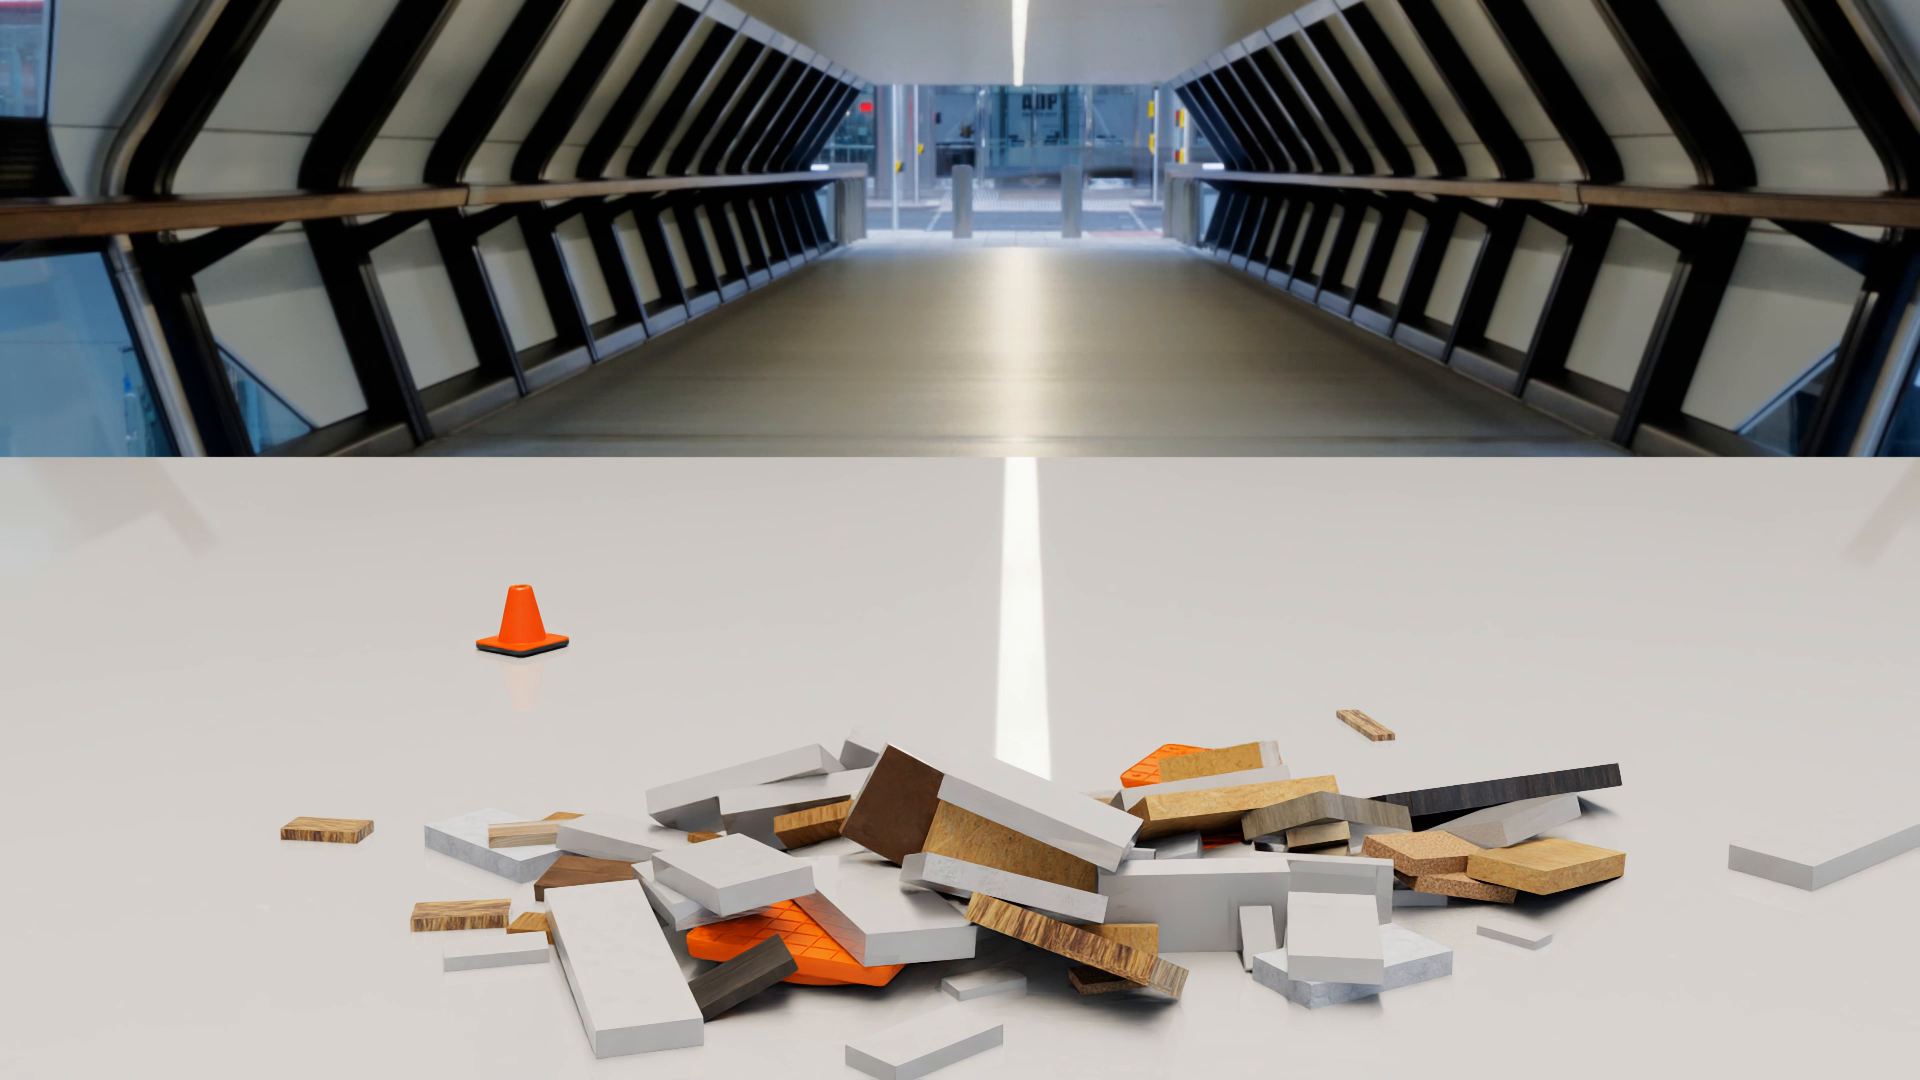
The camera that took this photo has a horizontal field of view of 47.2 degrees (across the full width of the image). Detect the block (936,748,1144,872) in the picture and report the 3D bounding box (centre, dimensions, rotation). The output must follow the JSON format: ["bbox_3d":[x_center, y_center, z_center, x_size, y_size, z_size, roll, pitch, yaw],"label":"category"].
[{"bbox_3d":[0.127,0.417,3.415,0.297,0.042,0.149,22,15,12],"label":"block"}]

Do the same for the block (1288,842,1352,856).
[{"bbox_3d":[0.525,0.548,3.601,0.226,0.032,0.113,-13,8,16],"label":"block"}]

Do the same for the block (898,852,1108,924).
[{"bbox_3d":[0.065,0.530,3.340,0.288,0.041,0.144,16,-14,-12],"label":"block"}]

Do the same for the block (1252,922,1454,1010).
[{"bbox_3d":[0.590,0.638,3.304,0.273,0.039,0.136,-6,12,-30],"label":"block"}]

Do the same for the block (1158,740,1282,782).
[{"bbox_3d":[0.472,0.401,3.956,0.176,0.050,0.352,-12,-7,12],"label":"block"}]

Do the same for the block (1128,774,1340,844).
[{"bbox_3d":[0.449,0.456,3.705,0.352,0.042,0.148,-4,-23,-20],"label":"block"}]

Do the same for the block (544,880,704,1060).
[{"bbox_3d":[-0.508,0.628,3.273,0.149,0.042,0.522,-3,14,-18],"label":"block"}]

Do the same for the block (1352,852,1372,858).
[{"bbox_3d":[0.589,0.558,3.624,0.193,0.027,0.096,-14,8,14],"label":"block"}]

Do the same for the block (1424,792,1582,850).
[{"bbox_3d":[0.950,0.497,3.852,0.155,0.044,0.310,-16,-6,38],"label":"block"}]

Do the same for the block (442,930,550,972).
[{"bbox_3d":[-0.714,0.632,3.382,0.157,0.022,0.078,-3,11,-14],"label":"block"}]

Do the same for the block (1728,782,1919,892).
[{"bbox_3d":[1.591,0.523,3.911,0.565,0.044,0.155,-9,14,-39],"label":"block"}]

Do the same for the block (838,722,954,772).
[{"bbox_3d":[-0.069,0.431,3.867,0.297,0.148,0.042,23,52,3],"label":"block"}]

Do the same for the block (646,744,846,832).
[{"bbox_3d":[-0.365,0.441,3.826,0.321,0.046,0.161,-16,-28,11],"label":"block"}]

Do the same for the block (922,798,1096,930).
[{"bbox_3d":[0.088,0.506,3.460,0.288,0.144,0.041,20,2,-10],"label":"block"}]

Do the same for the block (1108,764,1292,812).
[{"bbox_3d":[0.406,0.450,3.782,0.301,0.043,0.150,-7,-22,-13],"label":"block"}]

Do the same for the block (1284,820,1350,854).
[{"bbox_3d":[0.599,0.513,3.697,0.102,0.029,0.203,-9,-19,4],"label":"block"}]

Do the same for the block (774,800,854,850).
[{"bbox_3d":[-0.195,0.481,3.703,0.212,0.030,0.106,-14,-36,12],"label":"block"}]

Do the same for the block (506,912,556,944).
[{"bbox_3d":[-0.629,0.615,3.473,0.153,0.022,0.076,2,11,10],"label":"block"}]

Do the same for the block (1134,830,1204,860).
[{"bbox_3d":[0.286,0.538,3.648,0.231,0.033,0.116,-14,7,10],"label":"block"}]

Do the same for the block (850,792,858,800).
[{"bbox_3d":[-0.069,0.475,3.770,0.247,0.123,0.035,1,55,-9],"label":"block"}]

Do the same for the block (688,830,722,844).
[{"bbox_3d":[-0.411,0.518,3.747,0.101,0.014,0.050,14,8,39],"label":"block"}]

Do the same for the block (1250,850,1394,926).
[{"bbox_3d":[0.575,0.562,3.510,0.226,0.113,0.032,2,11,10],"label":"block"}]

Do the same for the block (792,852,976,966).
[{"bbox_3d":[-0.129,0.560,3.365,0.176,0.050,0.352,0,10,-25],"label":"block"}]

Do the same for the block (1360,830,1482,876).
[{"bbox_3d":[0.774,0.518,3.640,0.227,0.029,0.102,5,13,-44],"label":"block"}]

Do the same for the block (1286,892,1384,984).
[{"bbox_3d":[0.562,0.597,3.314,0.136,0.039,0.273,1,11,8],"label":"block"}]

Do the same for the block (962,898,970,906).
[{"bbox_3d":[0.114,0.544,3.664,0.231,0.033,0.116,-15,10,2],"label":"block"}]

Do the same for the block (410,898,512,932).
[{"bbox_3d":[-0.801,0.603,3.538,0.153,0.022,0.076,-1,11,-7],"label":"block"}]

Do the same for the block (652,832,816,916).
[{"bbox_3d":[-0.351,0.509,3.363,0.149,0.042,0.299,-10,7,-26],"label":"block"}]

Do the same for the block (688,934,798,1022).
[{"bbox_3d":[-0.317,0.633,3.180,0.157,0.022,0.078,-27,25,-11],"label":"block"}]

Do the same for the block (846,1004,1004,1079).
[{"bbox_3d":[-0.048,0.694,3.029,0.203,0.029,0.102,-10,15,-43],"label":"block"}]

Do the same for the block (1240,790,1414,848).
[{"bbox_3d":[0.624,0.479,3.724,0.155,0.044,0.310,-22,-23,33],"label":"block"}]

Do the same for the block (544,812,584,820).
[{"bbox_3d":[-0.685,0.520,3.989,0.145,0.021,0.072,4,11,20],"label":"block"}]

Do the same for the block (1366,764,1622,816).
[{"bbox_3d":[0.966,0.469,4.061,0.511,0.043,0.150,-4,-10,-23],"label":"block"}]

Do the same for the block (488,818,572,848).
[{"bbox_3d":[-0.745,0.510,3.822,0.145,0.021,0.072,-3,11,-14],"label":"block"}]

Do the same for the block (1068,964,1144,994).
[{"bbox_3d":[0.225,0.651,3.279,0.113,0.016,0.057,-3,17,-18],"label":"block"}]

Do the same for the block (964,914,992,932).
[{"bbox_3d":[0.013,0.612,3.511,0.101,0.014,0.050,-6,12,-31],"label":"block"}]

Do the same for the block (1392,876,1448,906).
[{"bbox_3d":[0.702,0.579,3.655,0.193,0.027,0.096,0,11,-2],"label":"block"}]

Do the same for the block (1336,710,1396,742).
[{"bbox_3d":[0.863,0.394,4.685,0.049,0.014,0.202,-2,11,-12],"label":"block"}]

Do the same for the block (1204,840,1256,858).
[{"bbox_3d":[0.374,0.550,3.639,0.226,0.032,0.113,-13,7,14],"label":"block"}]

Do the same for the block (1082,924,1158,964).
[{"bbox_3d":[0.244,0.617,3.363,0.115,0.058,0.016,0,8,-1],"label":"block"}]

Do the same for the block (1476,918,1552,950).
[{"bbox_3d":[0.874,0.620,3.465,0.104,0.015,0.052,10,15,44],"label":"block"}]

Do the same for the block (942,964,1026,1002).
[{"bbox_3d":[0.036,0.657,3.263,0.113,0.016,0.057,-6,12,-28],"label":"block"}]

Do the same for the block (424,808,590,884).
[{"bbox_3d":[-0.797,0.534,3.860,0.287,0.041,0.144,10,14,42],"label":"block"}]

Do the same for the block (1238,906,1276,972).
[{"bbox_3d":[0.454,0.607,3.350,0.049,0.099,0.014,-1,-31,-4],"label":"block"}]

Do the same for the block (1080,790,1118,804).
[{"bbox_3d":[0.351,0.475,3.938,0.352,0.050,0.176,-1,-3,-13],"label":"block"}]

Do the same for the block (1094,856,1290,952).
[{"bbox_3d":[0.355,0.565,3.395,0.294,0.144,0.041,-1,25,-4],"label":"block"}]

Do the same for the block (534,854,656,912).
[{"bbox_3d":[-0.586,0.570,3.647,0.212,0.030,0.106,3,21,16],"label":"block"}]

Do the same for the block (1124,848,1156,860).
[{"bbox_3d":[0.197,0.551,3.550,0.231,0.116,0.033,2,-1,11],"label":"block"}]

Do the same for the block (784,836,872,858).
[{"bbox_3d":[-0.243,0.537,3.660,0.212,0.030,0.106,-17,11,13],"label":"block"}]

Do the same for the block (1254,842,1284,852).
[{"bbox_3d":[0.537,0.546,3.865,0.099,0.014,0.049,1,11,3],"label":"block"}]

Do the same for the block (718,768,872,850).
[{"bbox_3d":[-0.245,0.466,3.797,0.321,0.046,0.161,-9,-34,-3],"label":"block"}]

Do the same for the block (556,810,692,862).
[{"bbox_3d":[-0.528,0.525,3.761,0.287,0.041,0.144,11,6,17],"label":"block"}]

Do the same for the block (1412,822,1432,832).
[{"bbox_3d":[0.833,0.531,3.946,0.052,0.015,0.104,-2,11,-10],"label":"block"}]

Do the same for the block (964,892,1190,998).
[{"bbox_3d":[0.171,0.593,3.224,0.301,0.043,0.150,15,-11,28],"label":"block"}]

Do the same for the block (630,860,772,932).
[{"bbox_3d":[-0.412,0.547,3.473,0.149,0.042,0.299,-10,7,-20],"label":"block"}]

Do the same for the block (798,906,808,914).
[{"bbox_3d":[-0.211,0.598,3.588,0.101,0.014,0.050,1,11,8],"label":"block"}]

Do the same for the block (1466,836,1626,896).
[{"bbox_3d":[0.984,0.544,3.683,0.136,0.039,0.311,9,5,40],"label":"block"}]

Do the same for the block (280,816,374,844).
[{"bbox_3d":[-1.142,0.523,3.971,0.145,0.021,0.072,2,11,9],"label":"block"}]

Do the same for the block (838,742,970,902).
[{"bbox_3d":[-0.012,0.468,3.502,0.321,0.161,0.046,28,-2,-6],"label":"block"}]

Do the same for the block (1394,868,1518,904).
[{"bbox_3d":[0.810,0.558,3.628,0.193,0.027,0.096,10,10,-21],"label":"block"}]
